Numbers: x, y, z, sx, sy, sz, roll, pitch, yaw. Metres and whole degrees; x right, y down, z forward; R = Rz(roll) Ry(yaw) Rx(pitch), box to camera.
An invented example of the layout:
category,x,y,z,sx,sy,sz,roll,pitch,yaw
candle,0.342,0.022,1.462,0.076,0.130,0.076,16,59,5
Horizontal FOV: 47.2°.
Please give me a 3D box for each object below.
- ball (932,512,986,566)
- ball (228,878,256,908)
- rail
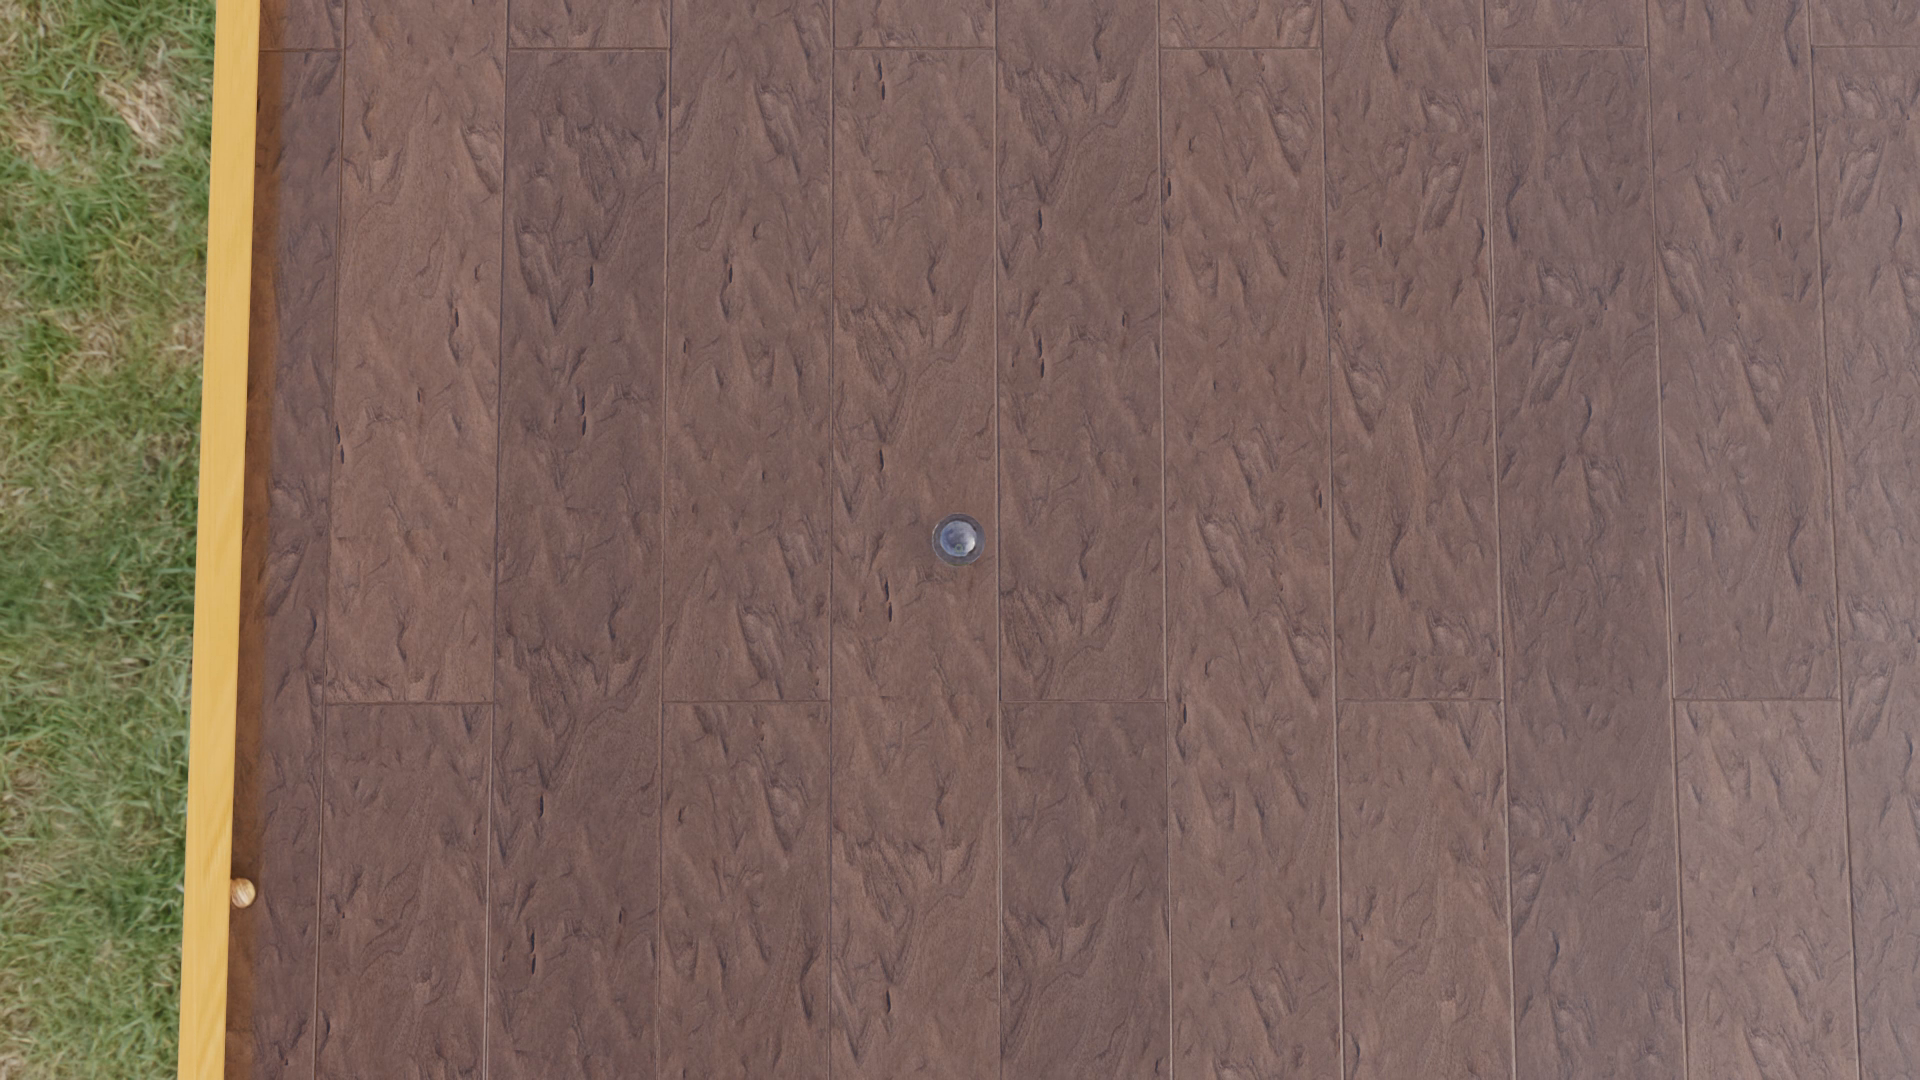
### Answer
category,x,y,z,sx,sy,sz,roll,pitch,yaw
ball,-0.002,-0.001,3.249,0.079,0.079,0.079,0,84,0
ball,-1.052,0.515,3.209,0.045,0.045,0.045,0,84,0
rail,-1.078,0.000,3.231,0.045,0.114,2.476,0,84,0
